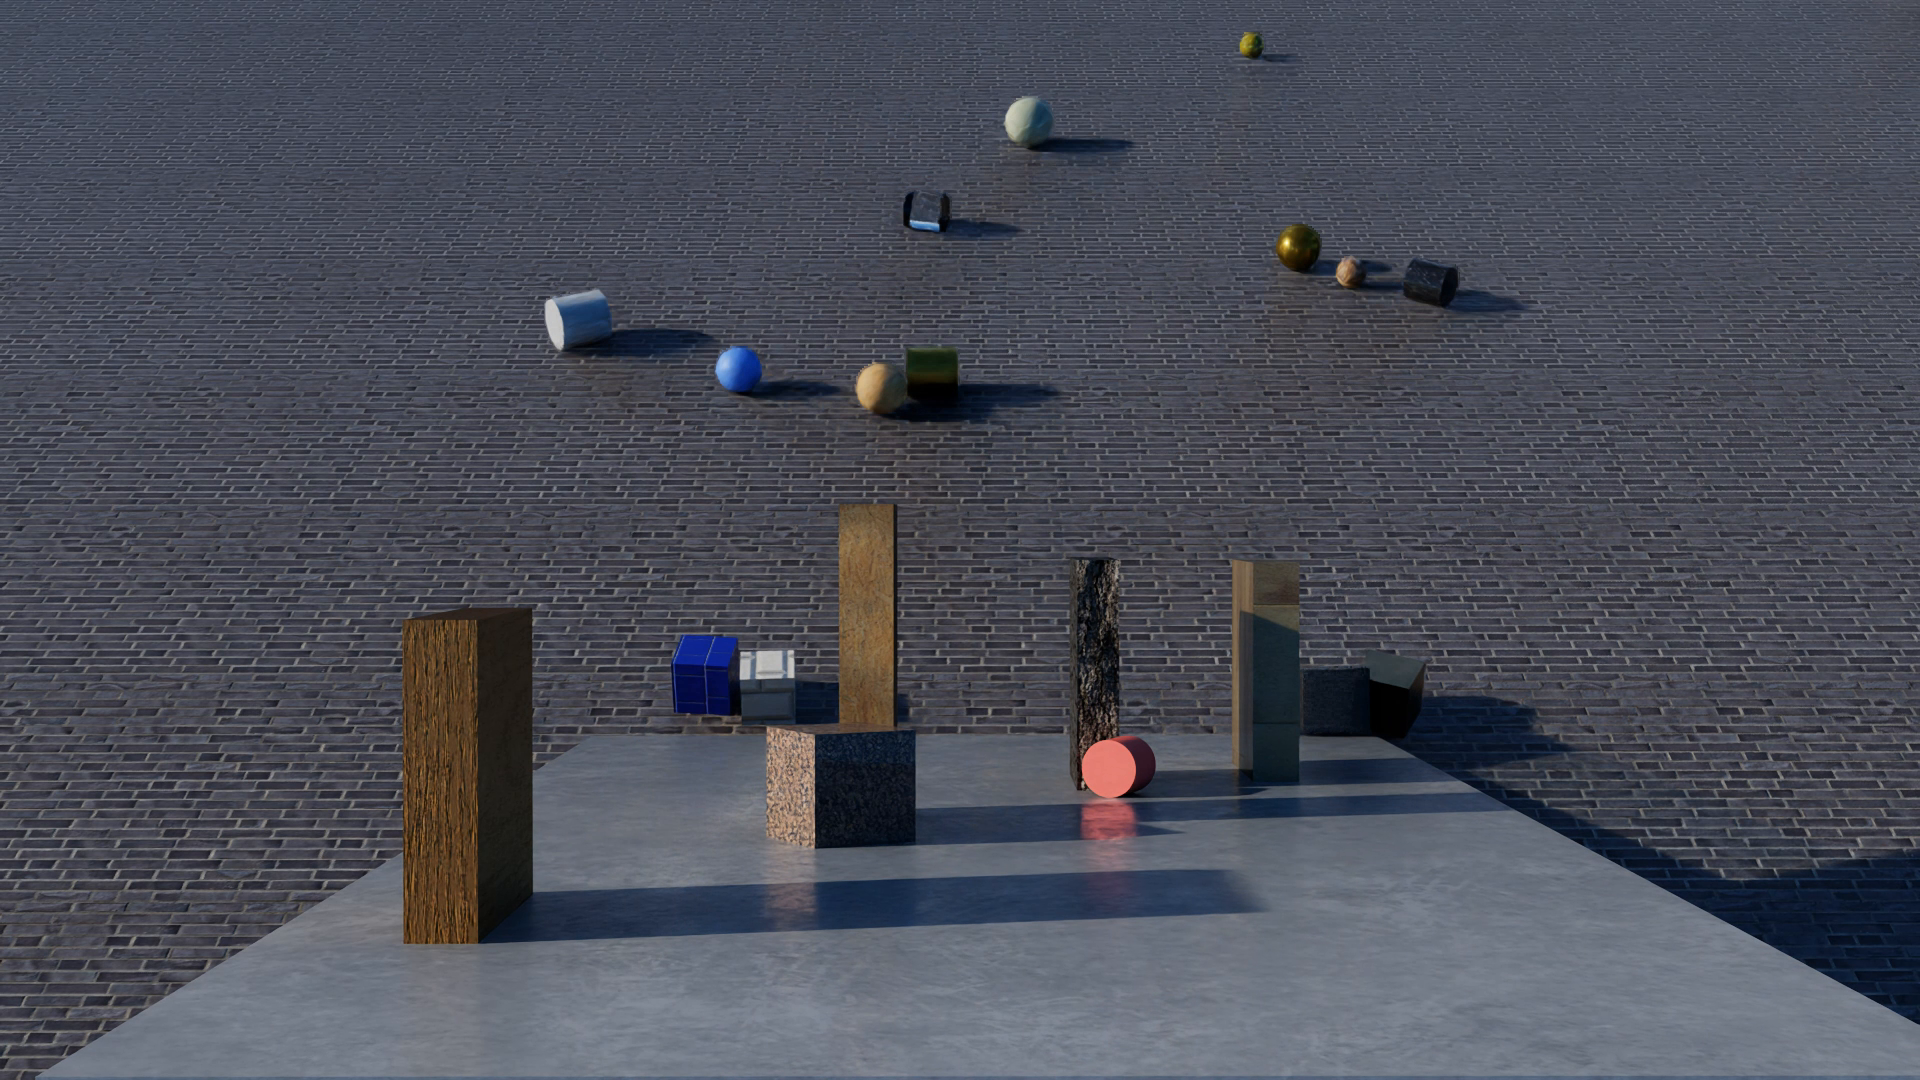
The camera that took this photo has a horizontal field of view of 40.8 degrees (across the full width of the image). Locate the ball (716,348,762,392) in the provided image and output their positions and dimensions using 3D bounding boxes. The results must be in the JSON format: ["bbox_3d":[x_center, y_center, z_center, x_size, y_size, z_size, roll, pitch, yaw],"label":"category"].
[{"bbox_3d":[-0.738,-0.568,8.627,0.151,0.151,0.151,0,28,0],"label":"ball"}]

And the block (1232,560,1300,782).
[{"bbox_3d":[0.668,0.277,5.674,0.098,0.463,0.419,0,1,0],"label":"block"}]

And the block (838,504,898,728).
[{"bbox_3d":[-0.168,0.226,4.789,0.098,0.585,0.299,0,1,0],"label":"block"}]

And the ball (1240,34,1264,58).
[{"bbox_3d":[1.335,-2.263,11.830,0.111,0.111,0.111,0,28,0],"label":"ball"}]

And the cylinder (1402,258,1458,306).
[{"bbox_3d":[1.693,-0.926,9.300,0.147,0.147,0.147,18,33,30],"label":"cylinder"}]

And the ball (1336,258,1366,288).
[{"bbox_3d":[1.427,-0.973,9.426,0.111,0.111,0.111,0,28,0],"label":"ball"}]

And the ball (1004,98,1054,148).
[{"bbox_3d":[0.286,-1.737,10.752,0.203,0.203,0.203,0,28,0],"label":"ball"}]

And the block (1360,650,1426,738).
[{"bbox_3d":[1.126,0.405,6.814,0.152,0.152,0.152,13,31,22],"label":"block"}]

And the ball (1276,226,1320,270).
[{"bbox_3d":[1.253,-1.082,9.573,0.163,0.163,0.163,0,28,0],"label":"ball"}]

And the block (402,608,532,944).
[{"bbox_3d":[-0.687,0.317,3.634,0.099,0.428,0.442,0,1,0],"label":"block"}]

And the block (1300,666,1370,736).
[{"bbox_3d":[0.962,0.413,6.656,0.168,0.168,0.168,-1,-1,3],"label":"block"}]

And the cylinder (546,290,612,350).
[{"bbox_3d":[-1.323,-0.765,8.967,0.177,0.177,0.177,-15,32,-26],"label":"cylinder"}]

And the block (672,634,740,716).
[{"bbox_3d":[-0.678,0.360,6.899,0.151,0.151,0.151,3,28,5],"label":"block"}]

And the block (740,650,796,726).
[{"bbox_3d":[-0.508,0.392,6.850,0.142,0.142,0.142,-2,28,-3],"label":"block"}]

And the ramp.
[{"bbox_3d":[0.064,0.571,4.612,2.000,0.100,4.000,0,1,0],"label":"ramp"}]

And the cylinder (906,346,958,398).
[{"bbox_3d":[-0.094,-0.559,8.598,0.163,0.163,0.163,-1,28,-3],"label":"cylinder"}]

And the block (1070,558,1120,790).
[{"bbox_3d":[0.283,0.275,5.466,0.086,0.472,0.354,0,1,0],"label":"block"}]

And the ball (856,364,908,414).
[{"bbox_3d":[-0.257,-0.496,8.476,0.168,0.168,0.168,0,28,0],"label":"ball"}]

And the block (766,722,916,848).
[{"bbox_3d":[-0.209,0.425,4.510,0.194,0.194,0.194,0,1,-29],"label":"block"}]

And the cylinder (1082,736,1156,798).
[{"bbox_3d":[0.321,0.457,5.215,0.115,0.115,0.115,14,6,24],"label":"cylinder"}]
